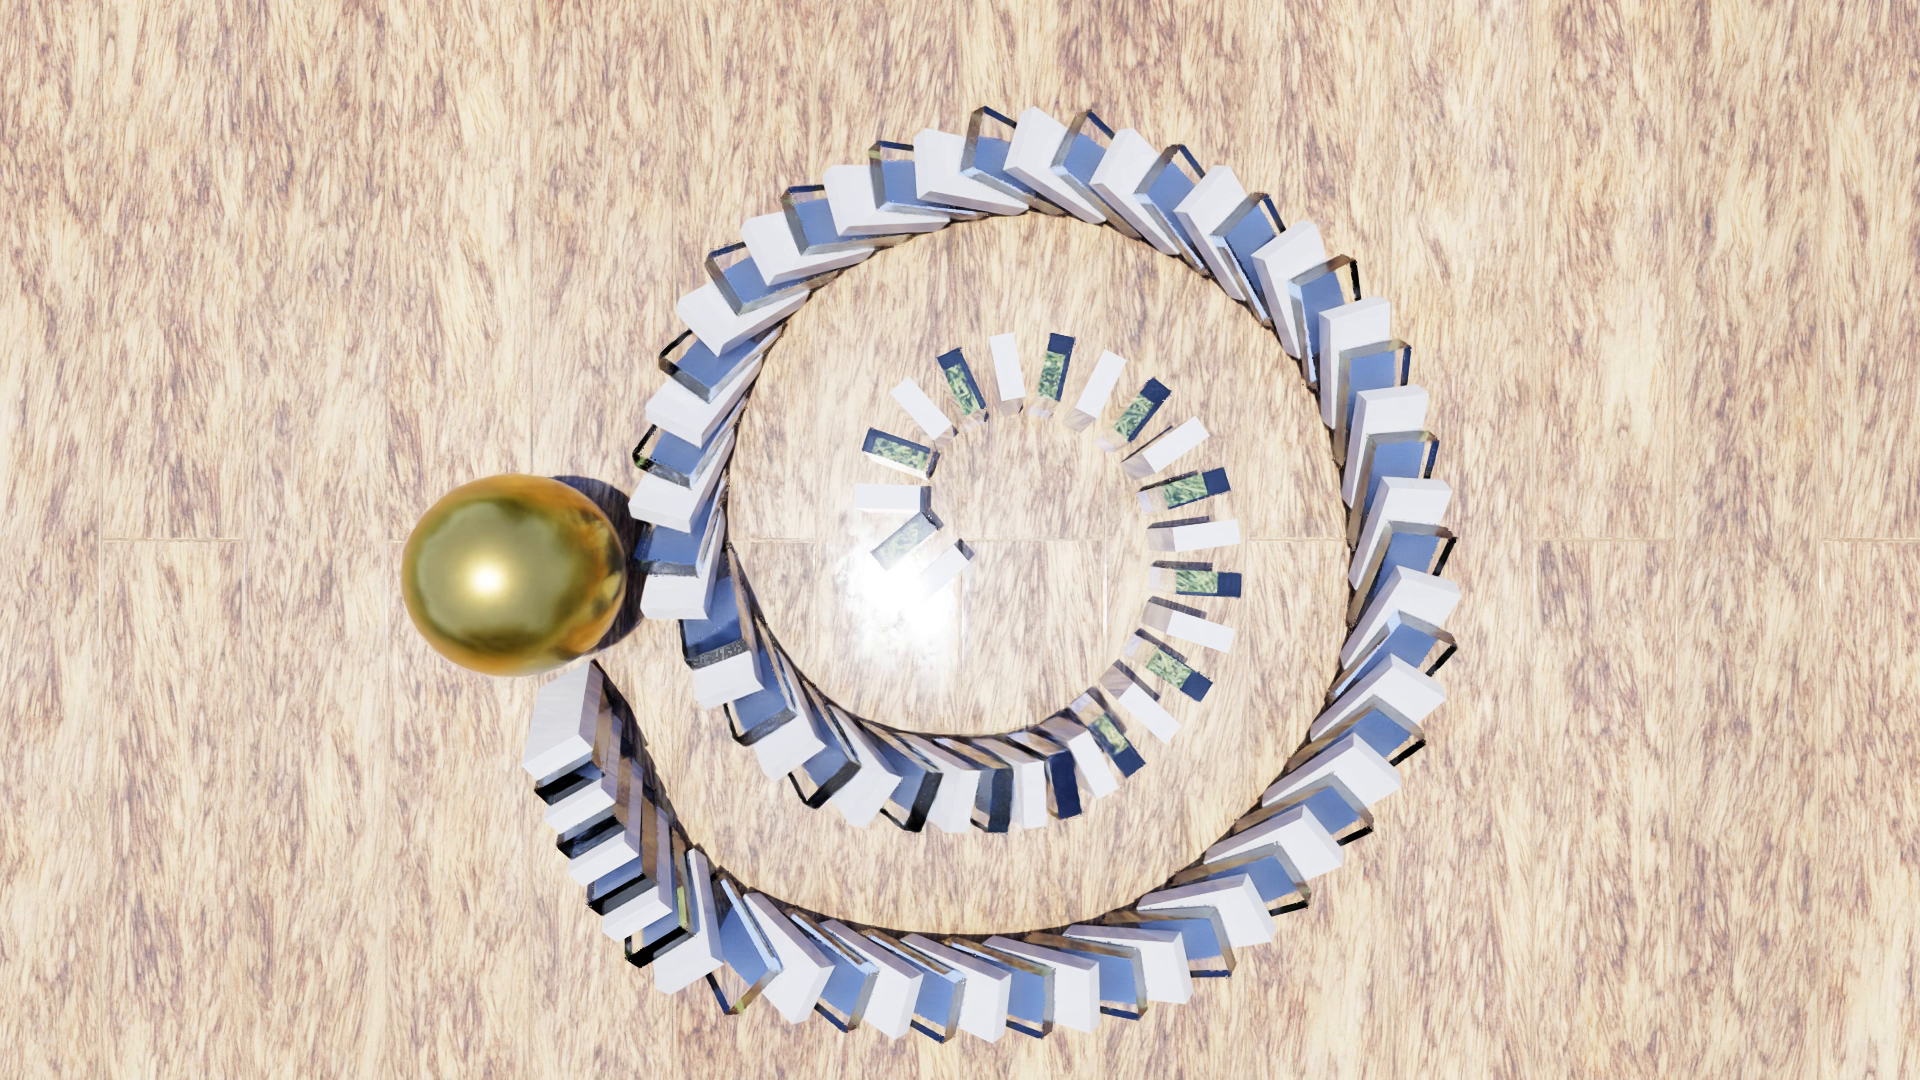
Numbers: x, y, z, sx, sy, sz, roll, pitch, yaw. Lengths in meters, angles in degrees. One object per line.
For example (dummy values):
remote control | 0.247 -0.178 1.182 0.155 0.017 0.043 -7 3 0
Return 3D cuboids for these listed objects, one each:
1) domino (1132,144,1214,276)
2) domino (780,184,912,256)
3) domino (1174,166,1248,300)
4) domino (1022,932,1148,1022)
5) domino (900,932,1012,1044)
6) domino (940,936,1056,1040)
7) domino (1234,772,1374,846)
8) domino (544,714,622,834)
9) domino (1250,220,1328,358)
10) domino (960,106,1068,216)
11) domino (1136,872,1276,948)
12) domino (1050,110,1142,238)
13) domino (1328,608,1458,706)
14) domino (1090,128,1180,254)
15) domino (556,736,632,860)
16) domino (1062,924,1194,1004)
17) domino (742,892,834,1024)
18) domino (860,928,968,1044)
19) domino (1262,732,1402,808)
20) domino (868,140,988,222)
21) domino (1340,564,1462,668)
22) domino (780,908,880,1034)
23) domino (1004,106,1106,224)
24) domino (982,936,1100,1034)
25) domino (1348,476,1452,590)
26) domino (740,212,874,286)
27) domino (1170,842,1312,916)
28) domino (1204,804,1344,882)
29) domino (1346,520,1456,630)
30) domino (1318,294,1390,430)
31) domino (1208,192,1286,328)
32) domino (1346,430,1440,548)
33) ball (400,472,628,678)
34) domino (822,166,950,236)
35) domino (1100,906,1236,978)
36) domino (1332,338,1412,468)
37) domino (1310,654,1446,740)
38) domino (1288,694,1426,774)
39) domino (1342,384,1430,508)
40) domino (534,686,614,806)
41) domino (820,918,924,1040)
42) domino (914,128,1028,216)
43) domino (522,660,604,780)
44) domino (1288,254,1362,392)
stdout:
domino | 0.096 -0.137 0.382 0.050 0.010 0.025 36 90 -33
domino | -0.047 -0.135 0.382 0.050 0.009 0.025 -20 90 -34
domino | 0.112 -0.127 0.382 0.025 0.010 0.050 -48 123 0
domino | 0.052 0.181 0.382 0.050 0.009 0.025 -7 90 33
domino | -0.004 0.186 0.383 0.050 0.010 0.025 7 90 33
domino | 0.015 0.186 0.382 0.050 0.009 0.025 3 90 33
domino | 0.143 0.119 0.382 0.025 0.009 0.050 47 123 0
domino | -0.154 0.094 0.376 0.025 0.050 0.009 -30 122 0
domino | 0.142 -0.104 0.382 0.025 0.009 0.050 -35 124 0
domino | 0.025 -0.157 0.382 0.050 0.010 0.025 11 90 -34
domino | 0.102 0.157 0.382 0.050 0.009 0.025 -28 90 34
domino | 0.063 -0.152 0.382 0.050 0.010 0.025 27 90 -33
domino | 0.179 0.054 0.382 0.025 0.010 0.050 24 124 0
domino | 0.079 -0.144 0.382 0.050 0.009 0.025 29 90 -33
domino | -0.149 0.104 0.376 0.025 0.050 0.010 -30 122 0
domino | 0.069 0.176 0.382 0.050 0.010 0.025 -12 90 33
domino | -0.077 0.173 0.382 0.050 0.009 0.025 27 90 34
domino | -0.023 0.185 0.383 0.050 0.009 0.025 12 90 33
domino | 0.154 0.104 0.382 0.025 0.009 0.050 41 123 0
domino | -0.013 -0.149 0.382 0.050 0.009 0.025 -7 90 -33
domino | 0.183 0.036 0.382 0.025 0.009 0.050 16 124 0
domino | -0.059 0.178 0.383 0.050 0.010 0.025 21 90 33
domino | 0.043 -0.155 0.382 0.050 0.010 0.025 17 90 -34
domino | 0.033 0.184 0.382 0.050 0.009 0.025 -1 90 33
domino | 0.183 -0.002 0.382 0.025 0.010 0.050 3 123 0
domino | -0.063 -0.125 0.382 0.050 0.010 0.025 -27 89 -34
domino | 0.117 0.146 0.383 0.050 0.009 0.025 -33 90 33
domino | 0.130 0.132 0.383 0.025 0.009 0.050 50 123 0
domino | 0.183 0.017 0.382 0.025 0.009 0.050 7 123 0
domino | 0.164 -0.074 0.382 0.025 0.010 0.050 -17 123 -1
domino | 0.127 -0.116 0.382 0.025 0.009 0.050 -45 123 0
domino | 0.180 -0.020 0.382 0.025 0.010 0.050 -4 123 0
ball | -0.173 0.014 0.360 0.080 0.080 0.080 0 90 0
domino | -0.030 -0.142 0.382 0.050 0.010 0.025 -16 90 -34
domino | 0.086 0.168 0.382 0.050 0.010 0.025 -20 90 34
domino | 0.171 -0.056 0.382 0.025 0.010 0.050 -12 123 -1
domino | 0.173 0.072 0.382 0.025 0.010 0.050 32 123 0
domino | 0.164 0.089 0.382 0.025 0.009 0.050 37 123 0
domino | 0.177 -0.039 0.382 0.025 0.009 0.050 -7 123 0
domino | -0.157 0.083 0.376 0.025 0.050 0.010 -29 122 0
domino | -0.041 0.182 0.383 0.050 0.009 0.025 15 90 33
domino | 0.005 -0.153 0.382 0.050 0.009 0.025 -4 90 -34
domino | -0.162 0.073 0.376 0.025 0.050 0.009 -29 122 0
domino | 0.154 -0.090 0.382 0.025 0.010 0.050 -26 124 -1
